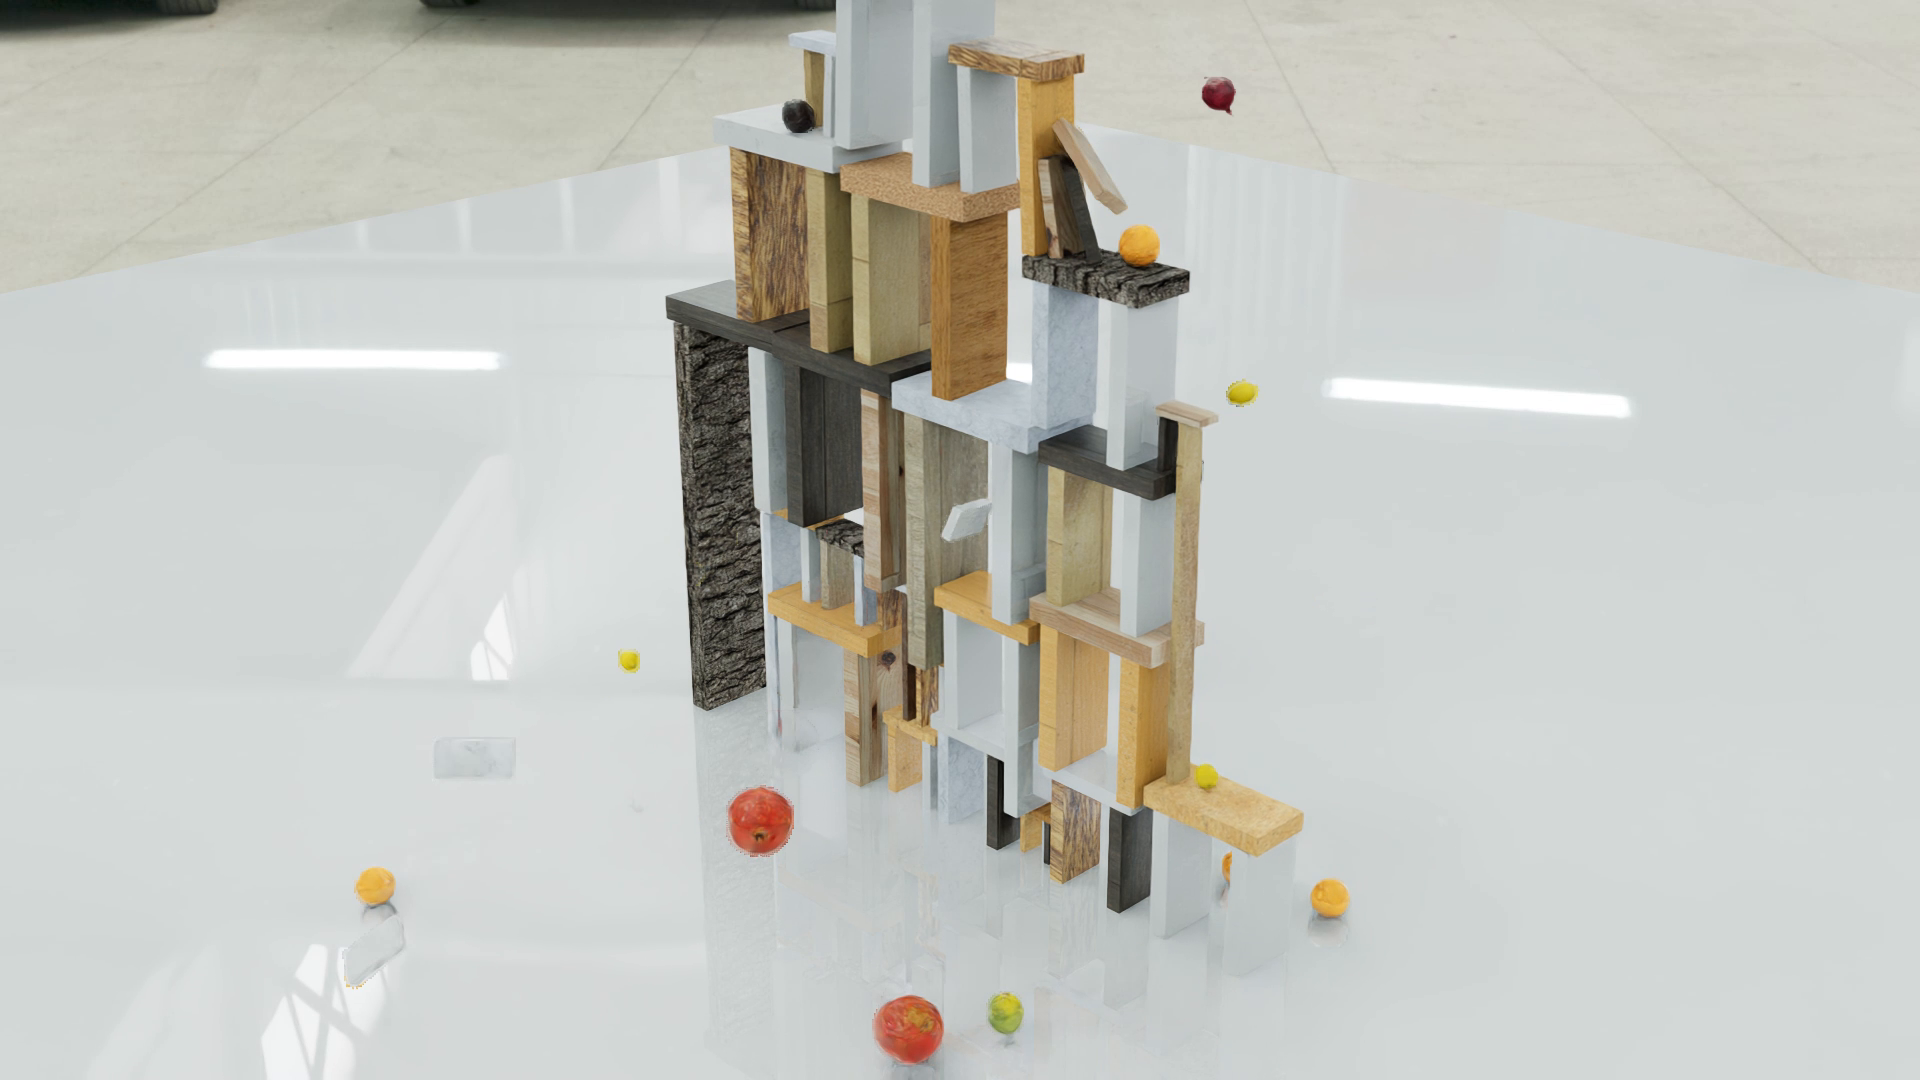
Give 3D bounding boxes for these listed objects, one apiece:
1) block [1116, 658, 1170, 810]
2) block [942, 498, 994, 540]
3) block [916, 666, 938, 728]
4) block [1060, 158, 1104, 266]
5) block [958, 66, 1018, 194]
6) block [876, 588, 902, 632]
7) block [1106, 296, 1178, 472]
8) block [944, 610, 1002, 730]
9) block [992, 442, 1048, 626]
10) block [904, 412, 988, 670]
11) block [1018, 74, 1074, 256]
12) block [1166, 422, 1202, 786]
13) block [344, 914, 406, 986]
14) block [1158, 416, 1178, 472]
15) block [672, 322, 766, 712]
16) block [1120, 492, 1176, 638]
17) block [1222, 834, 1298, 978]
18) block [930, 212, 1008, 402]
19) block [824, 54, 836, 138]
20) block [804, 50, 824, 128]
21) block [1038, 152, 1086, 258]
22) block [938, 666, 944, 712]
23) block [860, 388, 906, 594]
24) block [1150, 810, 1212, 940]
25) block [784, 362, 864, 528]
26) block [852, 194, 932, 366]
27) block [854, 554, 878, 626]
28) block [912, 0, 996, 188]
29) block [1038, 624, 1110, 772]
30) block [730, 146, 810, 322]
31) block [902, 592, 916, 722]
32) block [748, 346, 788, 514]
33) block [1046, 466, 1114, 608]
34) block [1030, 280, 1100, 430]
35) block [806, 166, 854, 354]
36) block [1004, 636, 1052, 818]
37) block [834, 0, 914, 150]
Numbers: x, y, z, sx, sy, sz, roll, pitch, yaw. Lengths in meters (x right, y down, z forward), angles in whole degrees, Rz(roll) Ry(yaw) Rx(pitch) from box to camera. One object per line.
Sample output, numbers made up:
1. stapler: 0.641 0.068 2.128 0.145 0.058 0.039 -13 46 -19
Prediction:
1. block: 0.348 0.326 3.981 0.041 0.292 0.146 19 30 38
2. block: 0.013 -0.037 3.900 0.017 0.060 0.121 31 22 21
3. block: -0.065 0.296 4.414 0.050 0.159 0.014 -22 31 -40
4. block: 0.207 -0.557 3.734 0.024 0.169 0.085 -15 23 6
5. block: 0.048 -0.727 3.856 0.110 0.220 0.031 -21 29 -40
6. block: -0.142 0.126 4.429 0.015 0.107 0.054 21 31 40
7. block: 0.313 -0.278 3.766 0.037 0.295 0.132 21 31 40
8. block: 0.026 0.234 4.291 0.125 0.250 0.035 -22 31 -40
9. block: 0.139 -0.032 4.062 0.175 0.349 0.049 -21 31 -39
10. block: -0.024 -0.017 4.245 0.049 0.522 0.175 21 31 41
11. block: 0.151 -0.649 3.779 0.031 0.303 0.110 18 29 41
12. block: 0.392 0.115 3.848 0.050 0.690 0.014 -21 30 -41
13. block: -0.950 0.666 3.571 0.121 0.017 0.060 -38 44 17
14. block: 0.361 -0.170 3.764 0.050 0.099 0.014 -21 32 -40
15. block: -0.516 -0.060 4.766 0.049 0.887 0.173 21 31 41
16. block: 0.343 0.026 3.867 0.133 0.266 0.038 -21 31 -40
17. block: 0.534 0.641 3.916 0.130 0.259 0.037 -18 31 -36
18. block: 0.018 -0.438 4.010 0.046 0.339 0.162 19 30 37
19. block: -0.217 -0.832 4.098 0.076 0.151 0.021 -20 34 -38
20. block: -0.257 -0.864 4.174 0.076 0.151 0.021 -17 28 -34
21. block: 0.181 -0.576 3.778 0.024 0.169 0.085 8 22 44
22. block: -0.019 0.287 4.359 0.014 0.099 0.050 21 31 41
23. block: -0.110 -0.115 4.295 0.171 0.412 0.049 -21 31 -40
24. block: 0.407 0.591 4.035 0.130 0.259 0.037 -21 31 -41
25. block: -0.270 -0.211 4.433 0.171 0.343 0.049 -21 31 -40
26. block: -0.126 -0.505 4.148 0.162 0.324 0.046 -21 31 -40
27. block: -0.178 0.092 4.450 0.077 0.154 0.022 -21 31 -40
28. block: -0.011 -0.809 3.886 0.155 0.346 0.044 -21 32 -40
29. block: 0.214 0.273 4.107 0.146 0.292 0.041 -21 31 -40
30. block: -0.368 -0.626 4.385 0.176 0.353 0.050 -21 31 -40
31. block: -0.092 0.228 4.416 0.054 0.284 0.015 -21 31 -41
32. block: -0.345 -0.243 4.503 0.049 0.346 0.173 21 31 40
33. block: 0.218 -0.024 3.984 0.133 0.266 0.038 -21 31 -40
34. block: 0.185 -0.339 3.872 0.037 0.265 0.132 22 31 40
35. block: -0.208 -0.552 4.218 0.176 0.356 0.050 -21 31 -40
36. block: 0.142 0.340 4.206 0.125 0.378 0.035 -21 31 -40
37. block: -0.152 -0.880 4.013 0.155 0.311 0.044 -18 32 -37
